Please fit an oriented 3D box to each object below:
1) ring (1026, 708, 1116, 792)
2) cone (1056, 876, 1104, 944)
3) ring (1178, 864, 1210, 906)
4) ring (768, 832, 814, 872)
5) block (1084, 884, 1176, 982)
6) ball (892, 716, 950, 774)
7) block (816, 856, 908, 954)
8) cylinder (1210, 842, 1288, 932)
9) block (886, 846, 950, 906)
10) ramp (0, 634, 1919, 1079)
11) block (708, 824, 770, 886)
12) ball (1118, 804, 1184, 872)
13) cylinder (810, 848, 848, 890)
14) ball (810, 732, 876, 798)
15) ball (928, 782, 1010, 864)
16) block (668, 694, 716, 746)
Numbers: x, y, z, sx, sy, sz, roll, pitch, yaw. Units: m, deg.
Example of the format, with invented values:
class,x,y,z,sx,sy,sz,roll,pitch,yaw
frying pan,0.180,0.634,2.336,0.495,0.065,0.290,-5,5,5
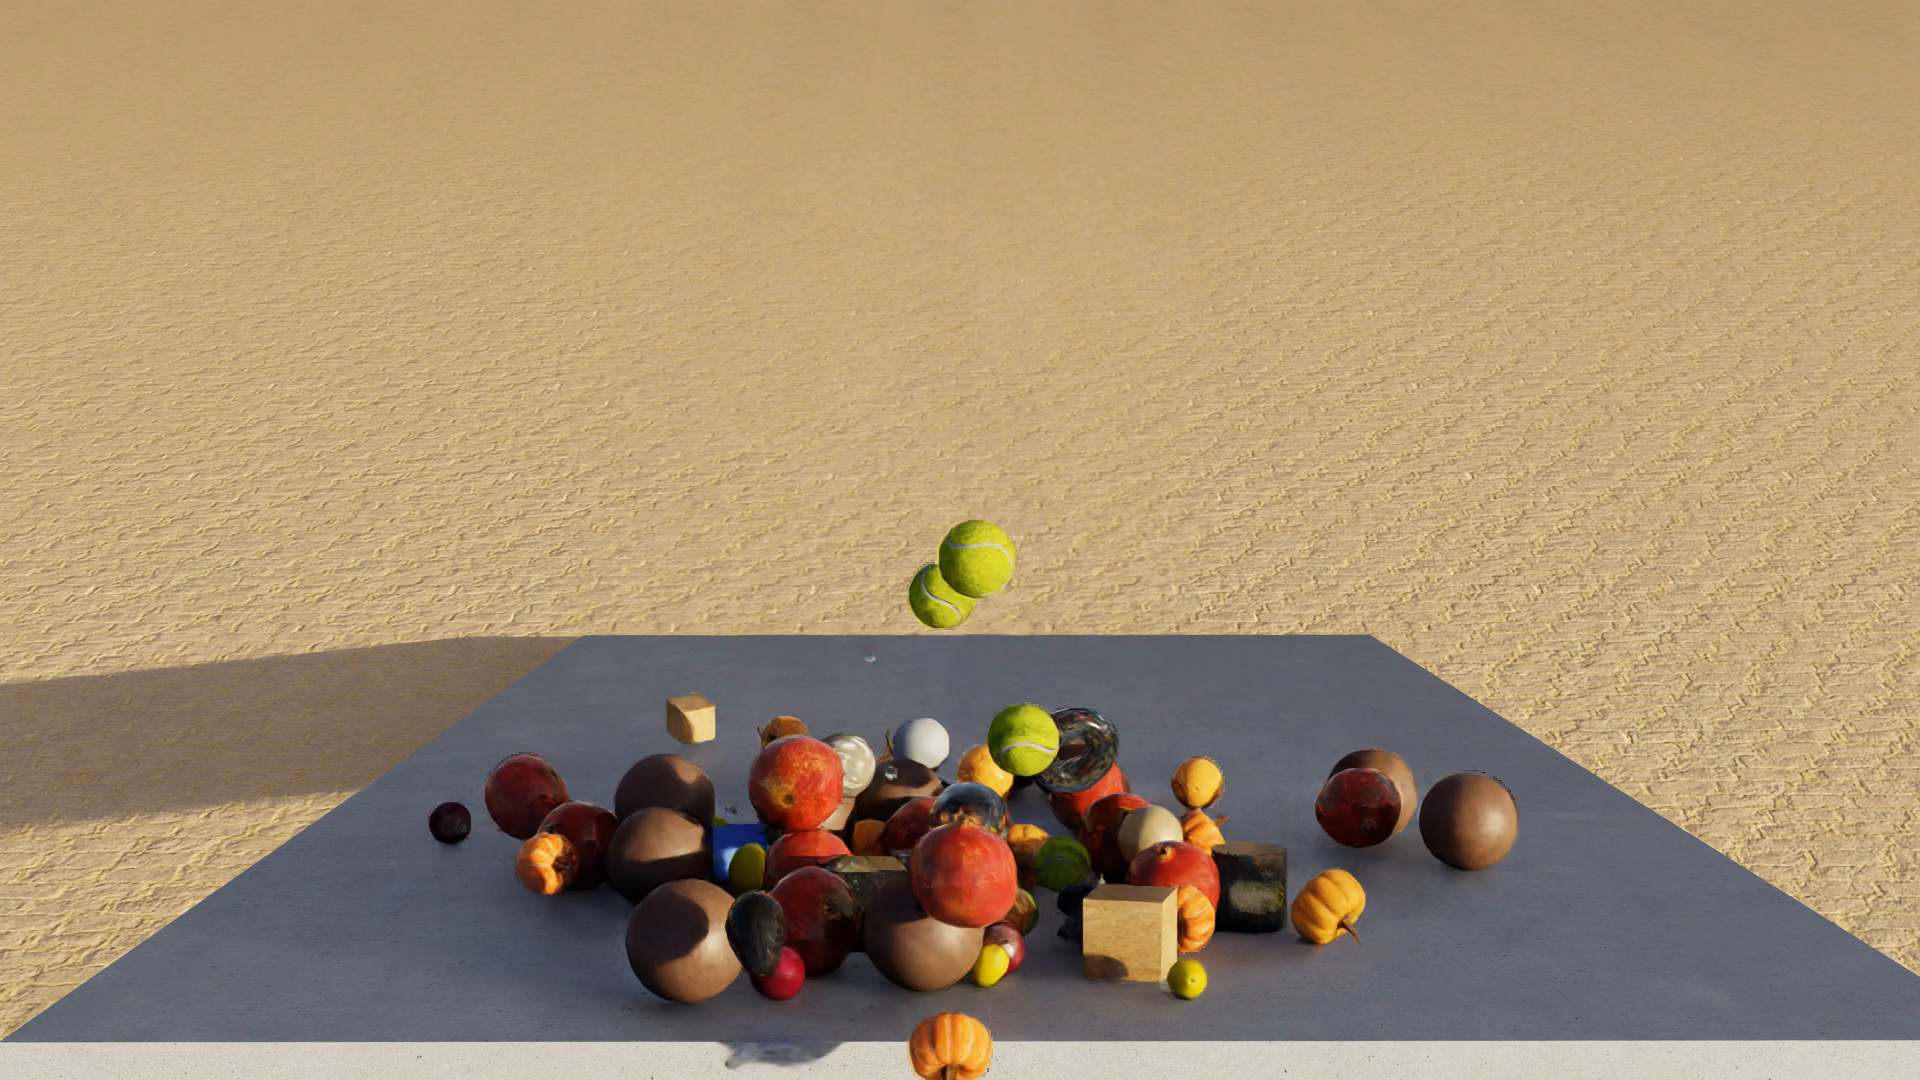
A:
class,x,y,z,sx,sy,sz,roll,pitch,yaw
ring,0.145,0.273,3.332,0.122,0.122,0.041,-5,27,-13
cone,0.157,0.423,2.956,0.079,0.079,0.079,10,1,0
ring,0.330,0.433,3.211,0.118,0.039,0.118,1,4,0
ring,-0.253,0.418,3.444,0.116,0.039,0.116,0,7,0
block,0.188,0.433,2.832,0.087,0.087,0.087,1,4,15
ball,-0.057,0.303,3.791,0.085,0.085,0.085,0,20,0
block,-0.114,0.421,2.972,0.093,0.093,0.093,-1,4,-11
cylinder,0.346,0.415,3.072,0.091,0.091,0.091,0,4,0
block,-0.053,0.422,3.227,0.058,0.058,0.058,-3,6,-39
ramp,0.046,0.418,4.535,2.000,0.100,4.000,0,4,0
block,-0.285,0.404,3.292,0.069,0.069,0.069,-1,-13,-12
ball,0.242,0.379,3.259,0.084,0.084,0.084,0,20,0
cylinder,-0.156,0.422,3.217,0.060,0.060,0.060,-4,4,-10
ball,-0.148,0.285,3.243,0.083,0.083,0.083,0,20,0
ball,0.010,0.334,3.037,0.097,0.097,0.097,0,20,0
block,-0.474,0.316,4.522,0.062,0.062,0.062,-9,23,-31
